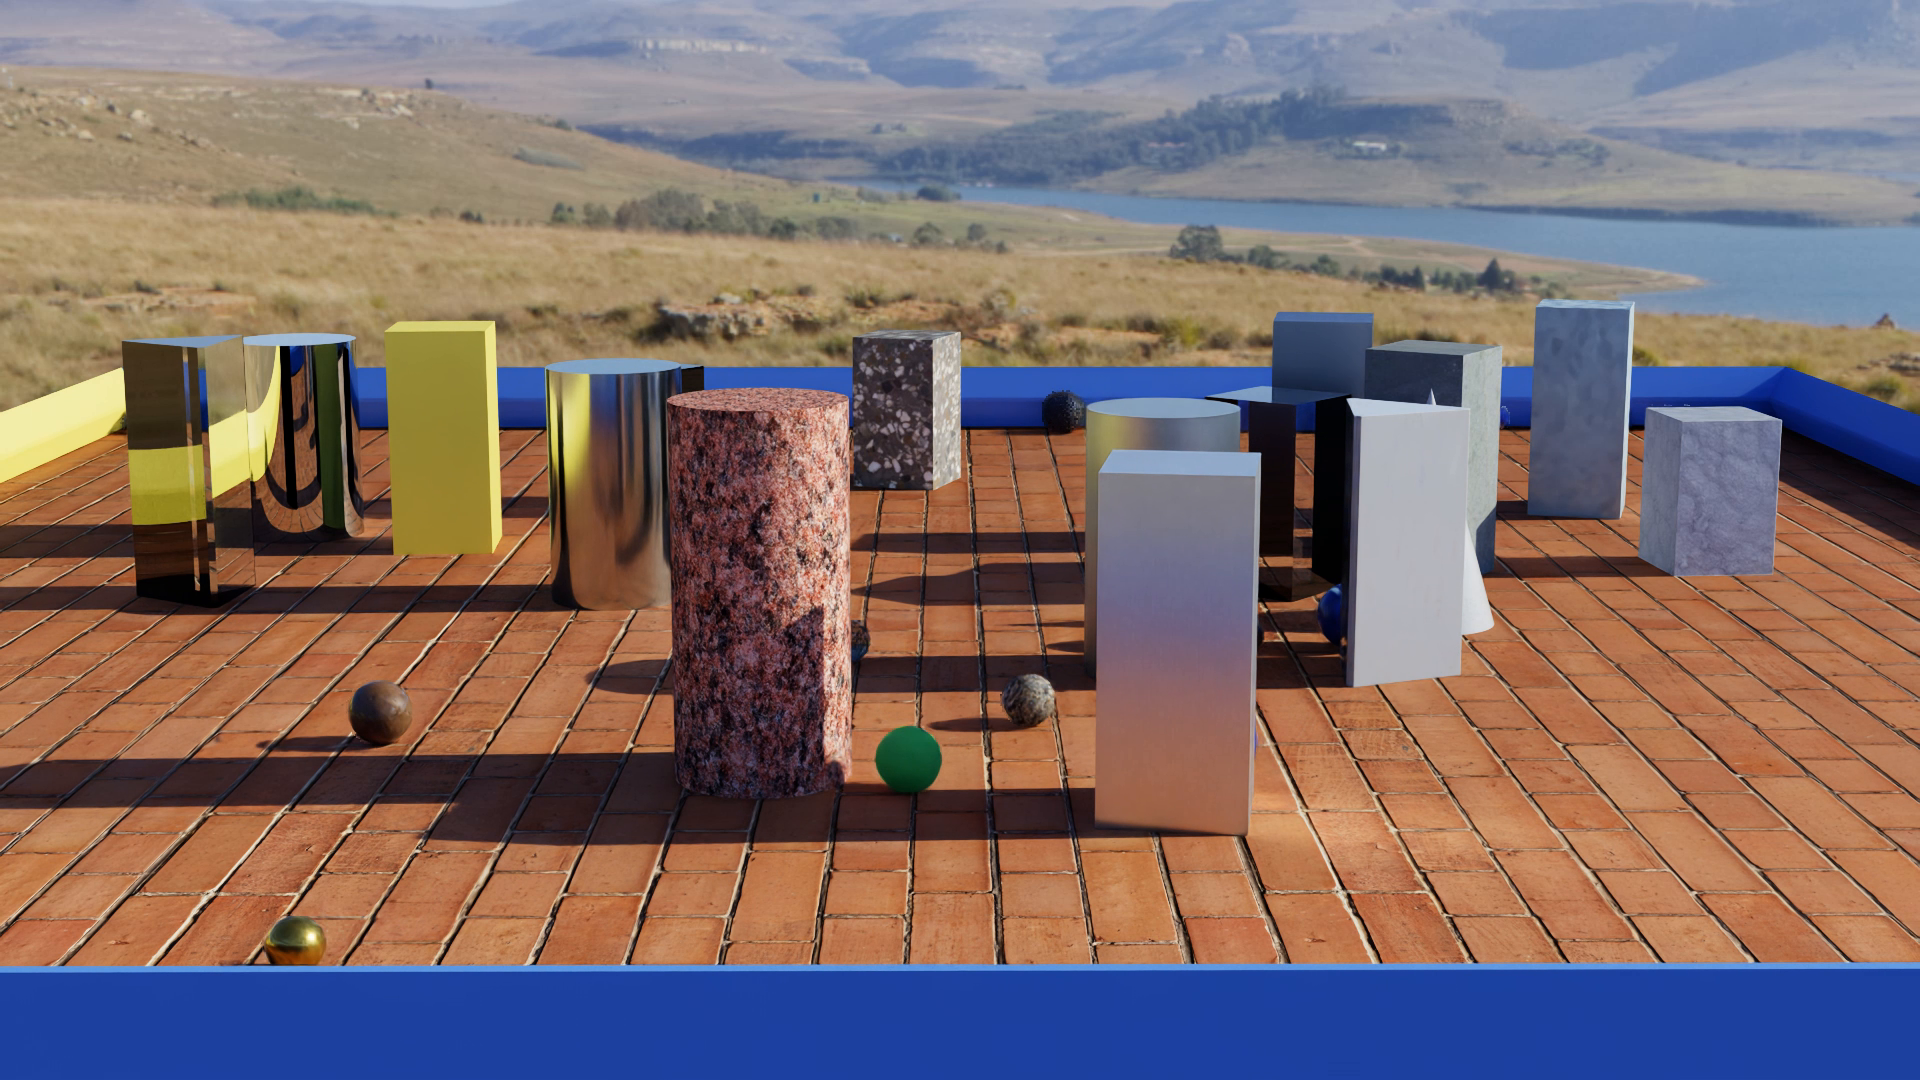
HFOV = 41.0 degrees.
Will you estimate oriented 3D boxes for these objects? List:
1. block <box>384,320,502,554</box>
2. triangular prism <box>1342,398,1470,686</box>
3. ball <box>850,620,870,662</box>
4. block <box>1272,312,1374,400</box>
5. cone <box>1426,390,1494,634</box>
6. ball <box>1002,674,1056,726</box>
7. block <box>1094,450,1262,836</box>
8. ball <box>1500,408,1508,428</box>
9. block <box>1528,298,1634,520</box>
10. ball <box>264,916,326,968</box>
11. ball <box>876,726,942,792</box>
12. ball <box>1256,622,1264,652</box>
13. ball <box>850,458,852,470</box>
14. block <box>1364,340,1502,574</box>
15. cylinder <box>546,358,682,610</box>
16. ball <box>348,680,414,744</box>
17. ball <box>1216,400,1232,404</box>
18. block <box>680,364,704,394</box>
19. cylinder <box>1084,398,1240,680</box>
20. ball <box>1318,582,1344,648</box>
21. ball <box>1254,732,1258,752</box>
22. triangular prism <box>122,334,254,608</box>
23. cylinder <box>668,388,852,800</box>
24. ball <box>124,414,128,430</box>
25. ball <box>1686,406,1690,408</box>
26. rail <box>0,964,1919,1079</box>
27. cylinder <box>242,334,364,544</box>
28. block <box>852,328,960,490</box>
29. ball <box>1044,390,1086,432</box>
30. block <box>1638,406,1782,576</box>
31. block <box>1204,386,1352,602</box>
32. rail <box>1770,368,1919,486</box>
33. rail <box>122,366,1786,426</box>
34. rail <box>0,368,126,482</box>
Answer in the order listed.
[{"bbox_3d":[-0.776,-0.156,3.867,0.146,0.333,0.146,-1,11,-4],"label":"block"},{"bbox_3d":[0.501,-0.002,3.079,0.158,0.321,0.137,-5,12,-24],"label":"triangular prism"},{"bbox_3d":[-0.136,0.123,3.139,0.053,0.053,0.053,0,11,0],"label":"ball"},{"bbox_3d":[0.551,-0.169,3.909,0.146,0.342,0.146,2,11,9],"label":"block"},{"bbox_3d":[0.609,-0.045,3.344,0.182,0.307,0.182,0,11,0],"label":"cone"},{"bbox_3d":[0.077,0.176,2.840,0.058,0.058,0.058,0,11,0],"label":"ball"},{"bbox_3d":[0.212,0.096,2.487,0.146,0.346,0.146,2,11,8],"label":"block"},{"bbox_3d":[1.069,-0.243,5.109,0.046,0.046,0.046,0,11,0],"label":"ball"},{"bbox_3d":[1.010,-0.215,4.173,0.146,0.337,0.146,3,11,17],"label":"block"},{"bbox_3d":[-0.535,0.326,2.066,0.048,0.048,0.048,0,11,0],"label":"ball"},{"bbox_3d":[-0.051,0.221,2.581,0.067,0.067,0.067,0,11,0],"label":"ball"},{"bbox_3d":[0.346,0.117,3.160,0.056,0.056,0.056,0,11,0],"label":"ball"},{"bbox_3d":[-0.222,-0.132,4.457,0.069,0.069,0.069,0,11,0],"label":"ball"},{"bbox_3d":[0.671,-0.113,3.659,0.146,0.325,0.146,7,13,32],"label":"block"},{"bbox_3d":[-0.468,-0.078,3.493,0.182,0.318,0.182,0,11,0],"label":"cylinder"},{"bbox_3d":[-0.624,0.185,2.763,0.069,0.069,0.069,0,11,0],"label":"ball"},{"bbox_3d":[0.520,-0.247,5.091,0.061,0.061,0.061,0,11,0],"label":"ball"},{"bbox_3d":[-0.522,-0.169,4.216,0.146,0.231,0.146,8,13,35],"label":"block"},{"bbox_3d":[0.241,0.001,3.067,0.182,0.320,0.182,0,11,0],"label":"cylinder"},{"bbox_3d":[0.490,0.094,3.208,0.084,0.084,0.084,0,11,0],"label":"ball"},{"bbox_3d":[0.277,0.206,2.666,0.064,0.064,0.064,0,11,0],"label":"ball"},{"bbox_3d":[-1.029,-0.100,3.515,0.158,0.352,0.137,7,13,33],"label":"triangular prism"},{"bbox_3d":[-0.203,0.050,2.613,0.182,0.390,0.182,0,11,0],"label":"cylinder"},{"bbox_3d":[-1.616,-0.236,5.046,0.056,0.056,0.056,0,11,0],"label":"ball"},{"bbox_3d":[1.454,-0.243,5.110,0.046,0.046,0.046,0,11,0],"label":"ball"},{"bbox_3d":[0.010,0.344,1.777,3.334,0.118,0.045,0,11,0],"label":"rail"},{"bbox_3d":[-1.021,-0.160,3.970,0.182,0.302,0.182,0,11,0],"label":"cylinder"},{"bbox_3d":[-0.091,-0.229,4.459,0.146,0.258,0.146,4,11,18],"label":"block"},{"bbox_3d":[0.207,-0.254,5.067,0.083,0.083,0.083,0,11,0],"label":"ball"},{"bbox_3d":[1.085,-0.072,3.719,0.146,0.223,0.146,-1,11,-5],"label":"block"},{"bbox_3d":[0.439,-0.067,3.562,0.146,0.270,0.146,8,13,38],"label":"block"},{"bbox_3d":[1.643,0.029,3.459,0.045,0.118,3.451,0,11,0],"label":"rail"},{"bbox_3d":[-0.010,-0.283,5.123,3.334,0.118,0.045,0,11,0],"label":"rail"},{"bbox_3d":[-1.643,0.032,3.441,0.045,0.118,3.451,0,11,0],"label":"rail"}]
